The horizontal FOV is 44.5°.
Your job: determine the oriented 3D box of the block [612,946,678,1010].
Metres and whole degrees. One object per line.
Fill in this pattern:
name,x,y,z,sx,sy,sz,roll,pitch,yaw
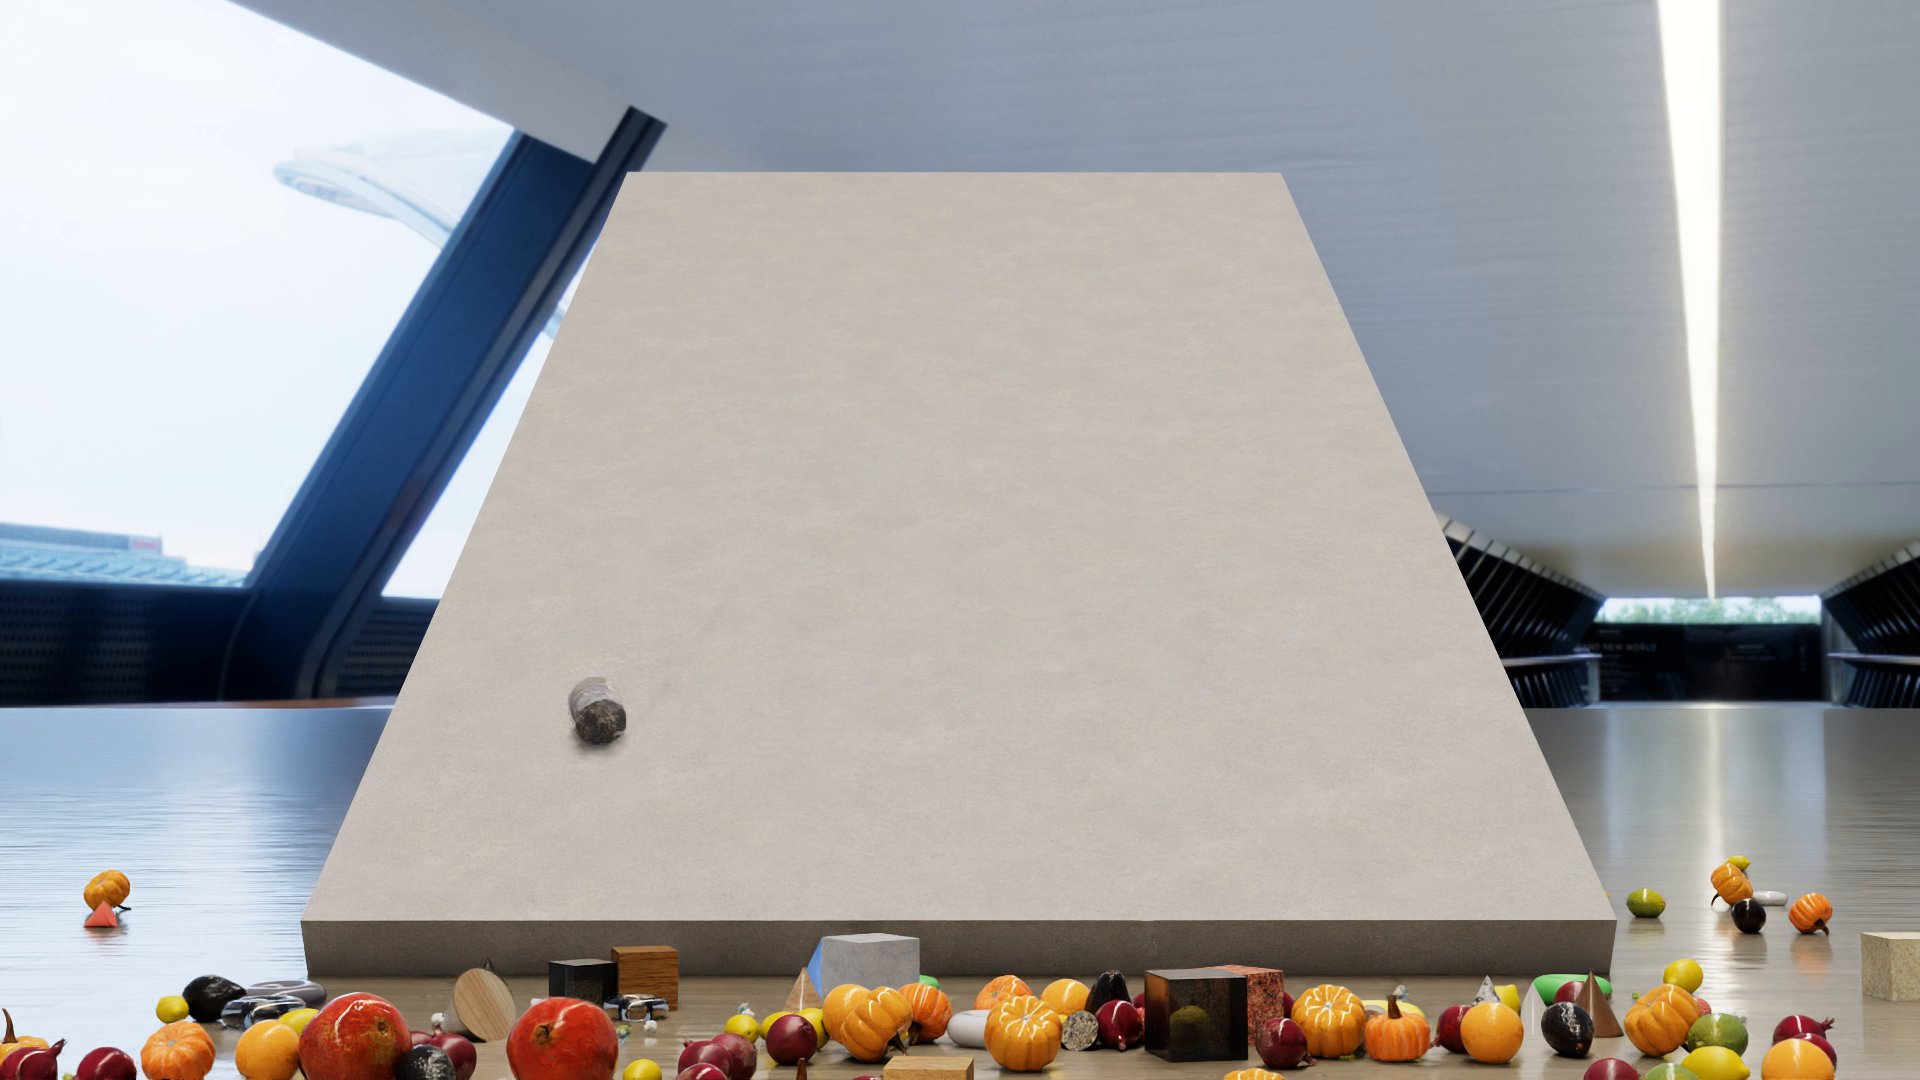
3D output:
block,-0.433,0.601,3.215,0.080,0.080,0.080,1,-4,-17

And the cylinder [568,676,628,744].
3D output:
cylinder,-0.627,0.295,4.054,0.087,0.087,0.087,1,24,-21

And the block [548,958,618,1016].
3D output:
block,-0.511,0.605,3.175,0.066,0.066,0.066,3,-5,-40

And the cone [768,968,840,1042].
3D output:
cone,-0.195,0.577,2.928,0.089,0.089,0.089,0,-4,0

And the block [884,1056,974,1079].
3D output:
block,-0.029,0.533,2.213,0.078,0.078,0.078,0,-4,6

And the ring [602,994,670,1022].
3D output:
ring,-0.430,0.619,3.108,0.088,0.029,0.088,1,-4,0

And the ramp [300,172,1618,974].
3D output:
ramp,-0.009,-0.229,5.390,2.000,0.100,4.000,0,25,0

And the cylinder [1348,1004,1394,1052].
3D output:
cylinder,0.495,0.589,2.827,0.051,0.051,0.051,-1,-4,14

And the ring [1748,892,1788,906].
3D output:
ring,1.667,0.740,4.834,0.077,0.026,0.077,0,-2,0

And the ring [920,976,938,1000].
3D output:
ring,-0.070,0.635,3.327,0.082,0.027,0.082,1,-3,0

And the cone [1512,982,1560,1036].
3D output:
cone,0.728,0.593,2.977,0.063,0.063,0.063,0,-4,0

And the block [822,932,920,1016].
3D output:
block,-0.122,0.592,3.202,0.096,0.096,0.096,3,-5,-36

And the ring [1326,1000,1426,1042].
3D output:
ring,0.519,0.601,2.929,0.121,0.040,0.121,-1,-3,0

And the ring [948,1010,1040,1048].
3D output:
ring,0.041,0.599,2.871,0.114,0.038,0.114,1,-5,0

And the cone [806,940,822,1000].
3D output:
cone,-0.196,0.609,3.346,0.083,0.083,0.083,0,-4,0

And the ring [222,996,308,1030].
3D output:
ring,-0.898,0.610,3.028,0.109,0.036,0.109,0,-5,0

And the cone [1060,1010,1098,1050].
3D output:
cone,0.155,0.604,2.845,0.050,0.050,0.050,-2,-31,30

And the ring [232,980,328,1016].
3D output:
ring,-0.911,0.615,3.139,0.124,0.041,0.124,-1,-3,0

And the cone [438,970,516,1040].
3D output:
cone,-0.625,0.601,2.939,0.095,0.095,0.095,-33,-22,29

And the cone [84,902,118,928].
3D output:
cone,-1.607,0.708,4.363,0.054,0.054,0.054,-26,-2,-6

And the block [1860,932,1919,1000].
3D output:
block,1.345,0.606,3.337,0.086,0.086,0.086,0,-4,-6

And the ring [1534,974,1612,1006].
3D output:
ring,0.852,0.627,3.264,0.109,0.036,0.109,1,-5,0

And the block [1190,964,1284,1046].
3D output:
block,0.341,0.577,2.909,0.086,0.086,0.086,3,-5,-39

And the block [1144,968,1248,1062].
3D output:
block,0.279,0.563,2.782,0.096,0.096,0.096,1,-4,-13

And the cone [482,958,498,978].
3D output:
cone,-0.656,0.611,3.255,0.065,0.065,0.065,0,-4,0

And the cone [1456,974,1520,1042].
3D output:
cone,0.658,0.581,2.924,0.079,0.079,0.079,0,-4,0

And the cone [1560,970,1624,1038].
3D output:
cone,0.798,0.584,2.964,0.079,0.079,0.079,0,-4,0
